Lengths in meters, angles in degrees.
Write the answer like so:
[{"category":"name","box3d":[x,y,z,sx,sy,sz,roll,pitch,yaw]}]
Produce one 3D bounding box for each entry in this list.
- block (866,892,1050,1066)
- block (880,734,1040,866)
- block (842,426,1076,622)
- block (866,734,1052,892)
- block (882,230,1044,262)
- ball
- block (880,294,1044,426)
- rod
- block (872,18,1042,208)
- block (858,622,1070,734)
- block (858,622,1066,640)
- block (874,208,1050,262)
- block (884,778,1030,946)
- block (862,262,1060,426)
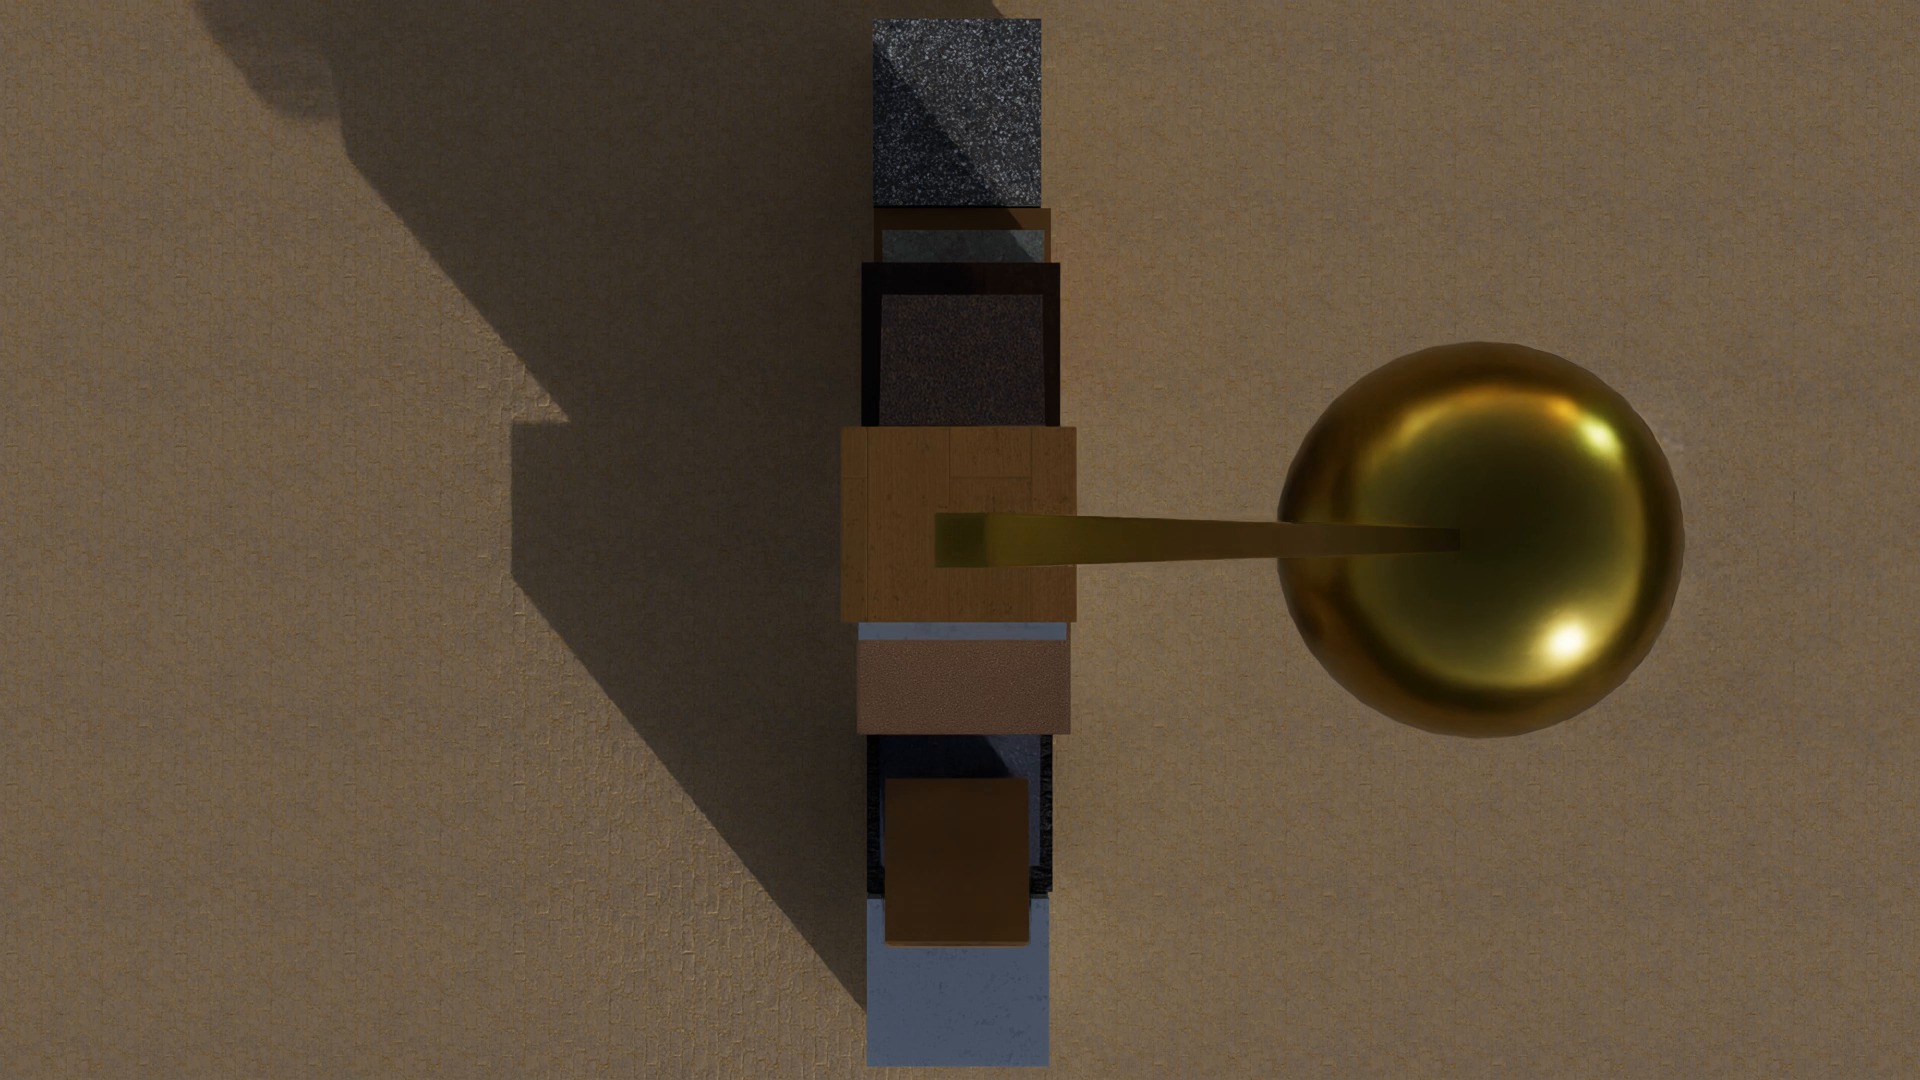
[{"category":"block","box3d":[-0.011,2.408,12.477,0.992,1.045,0.912,0,90,0]},{"category":"block","box3d":[0.000,1.259,11.735,0.829,0.698,0.791,0,97,0]},{"category":"block","box3d":[-0.002,-0.041,7.040,0.716,0.697,0.598,0,89,0]},{"category":"block","box3d":[-0.001,1.494,12.564,1.024,0.873,0.895,0,90,0]},{"category":"block","box3d":[0.018,-1.225,11.772,0.841,0.712,0.768,0,90,0]},{"category":"ball","box3d":[2.074,0.000,8.845,1.600,1.600,1.600,0,90,0]},{"category":"block","box3d":[0.009,-0.575,10.033,0.722,0.726,0.818,0,64,0]},{"category":"rod","box3d":[0.899,0.000,5.655,0.080,5.200,0.080,0,90,20]},{"category":"block","box3d":[-0.016,-2.352,12.539,0.925,0.921,1.023,0,90,0]},{"category":"block","box3d":[0.017,0.414,9.816,0.906,0.965,0.823,0,90,0]},{"category":"block","box3d":[0.009,-0.006,8.973,0.813,0.721,0.807,0,89,0]},{"category":"block","box3d":[0.013,-1.337,12.564,0.977,0.872,0.987,0,90,0]},{"category":"block","box3d":[-0.015,1.617,10.988,0.699,0.653,0.788,0,78,0]},{"category":"block","box3d":[0.004,-0.813,10.978,0.952,0.876,1.034,0,90,0]}]
